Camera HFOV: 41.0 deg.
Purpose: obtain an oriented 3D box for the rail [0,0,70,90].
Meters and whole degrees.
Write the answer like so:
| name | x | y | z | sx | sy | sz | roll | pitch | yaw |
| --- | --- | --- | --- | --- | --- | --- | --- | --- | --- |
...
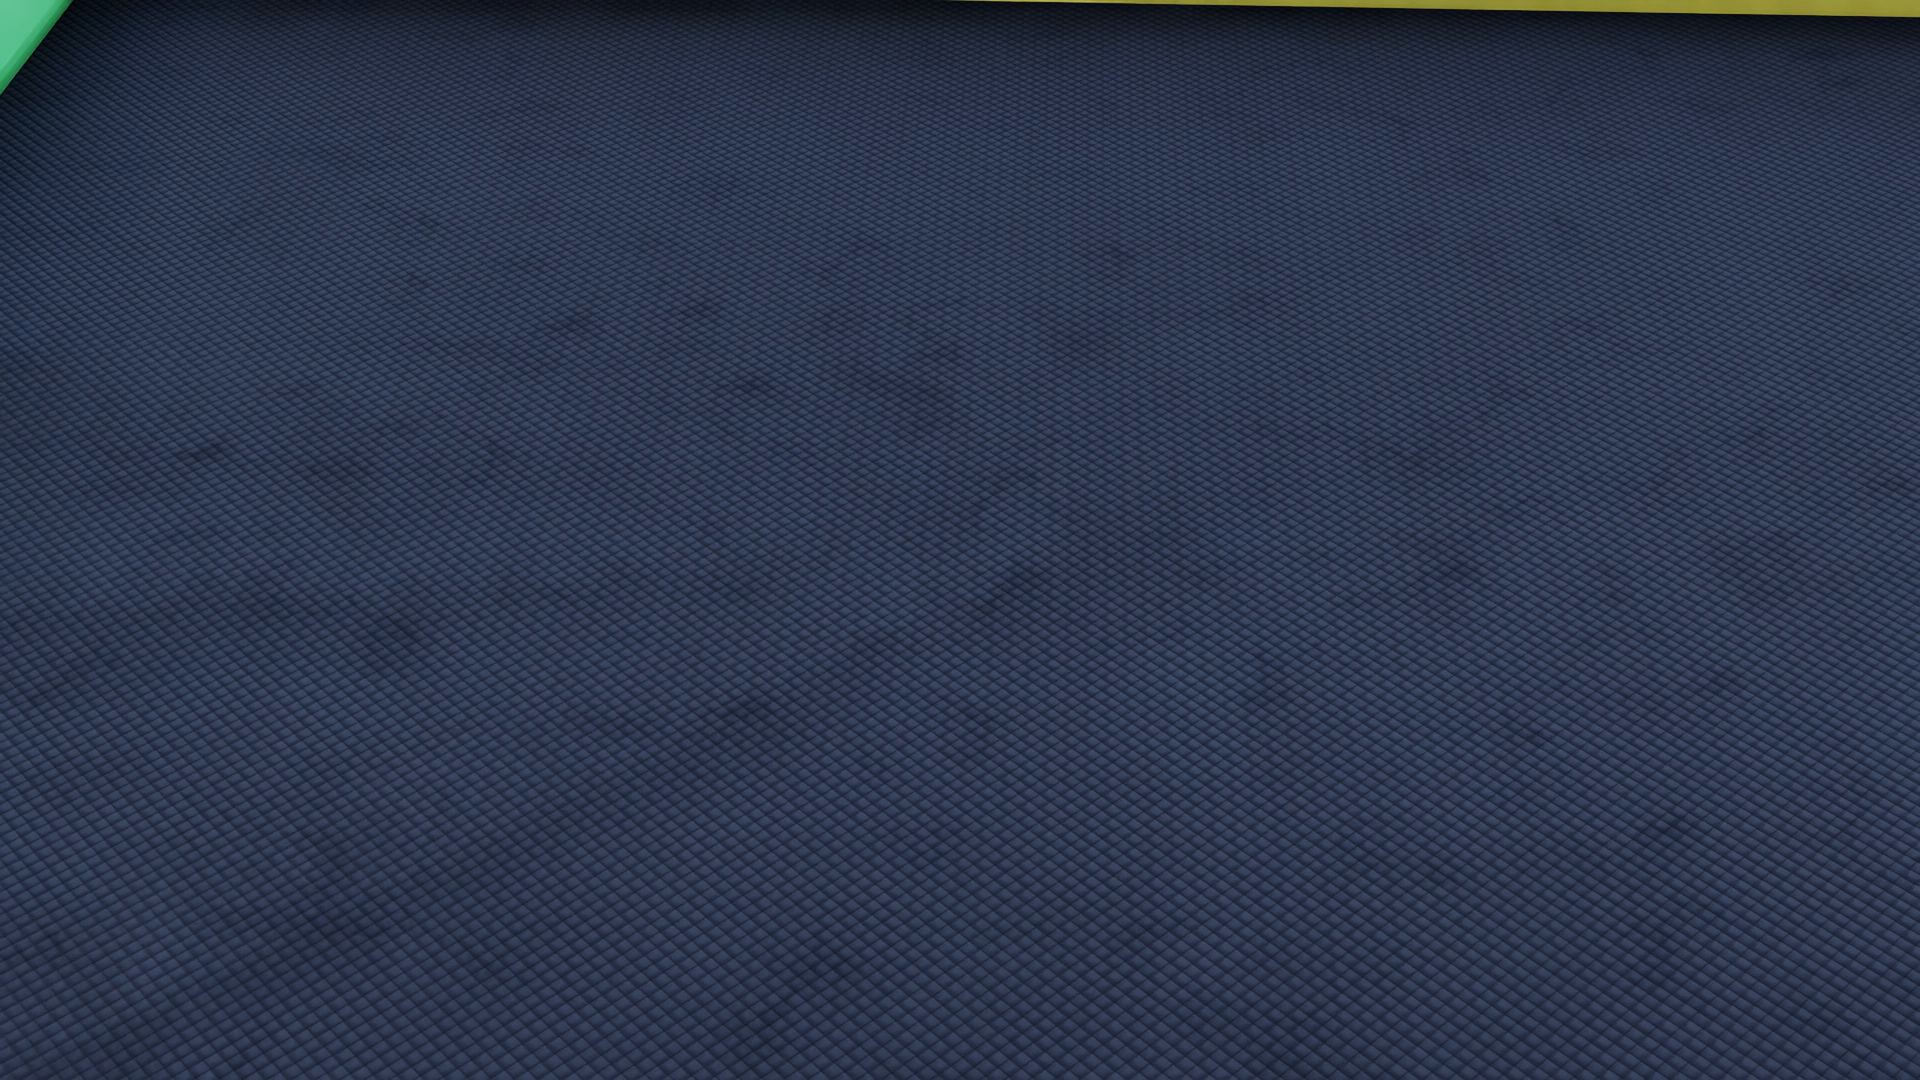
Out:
| name | x | y | z | sx | sy | sz | roll | pitch | yaw |
| --- | --- | --- | --- | --- | --- | --- | --- | --- | --- |
| rail | -0.870 | -0.048 | 1.719 | 0.045 | 0.117 | 1.845 | 1 | 36 | 2 |

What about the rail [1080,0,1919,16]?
| name | x | y | z | sx | sy | sz | roll | pitch | yaw |
| --- | --- | --- | --- | --- | --- | --- | --- | --- | --- |
| rail | 0.931 | -0.532 | 2.386 | 3.576 | 0.117 | 0.045 | 1 | 36 | 2 |
